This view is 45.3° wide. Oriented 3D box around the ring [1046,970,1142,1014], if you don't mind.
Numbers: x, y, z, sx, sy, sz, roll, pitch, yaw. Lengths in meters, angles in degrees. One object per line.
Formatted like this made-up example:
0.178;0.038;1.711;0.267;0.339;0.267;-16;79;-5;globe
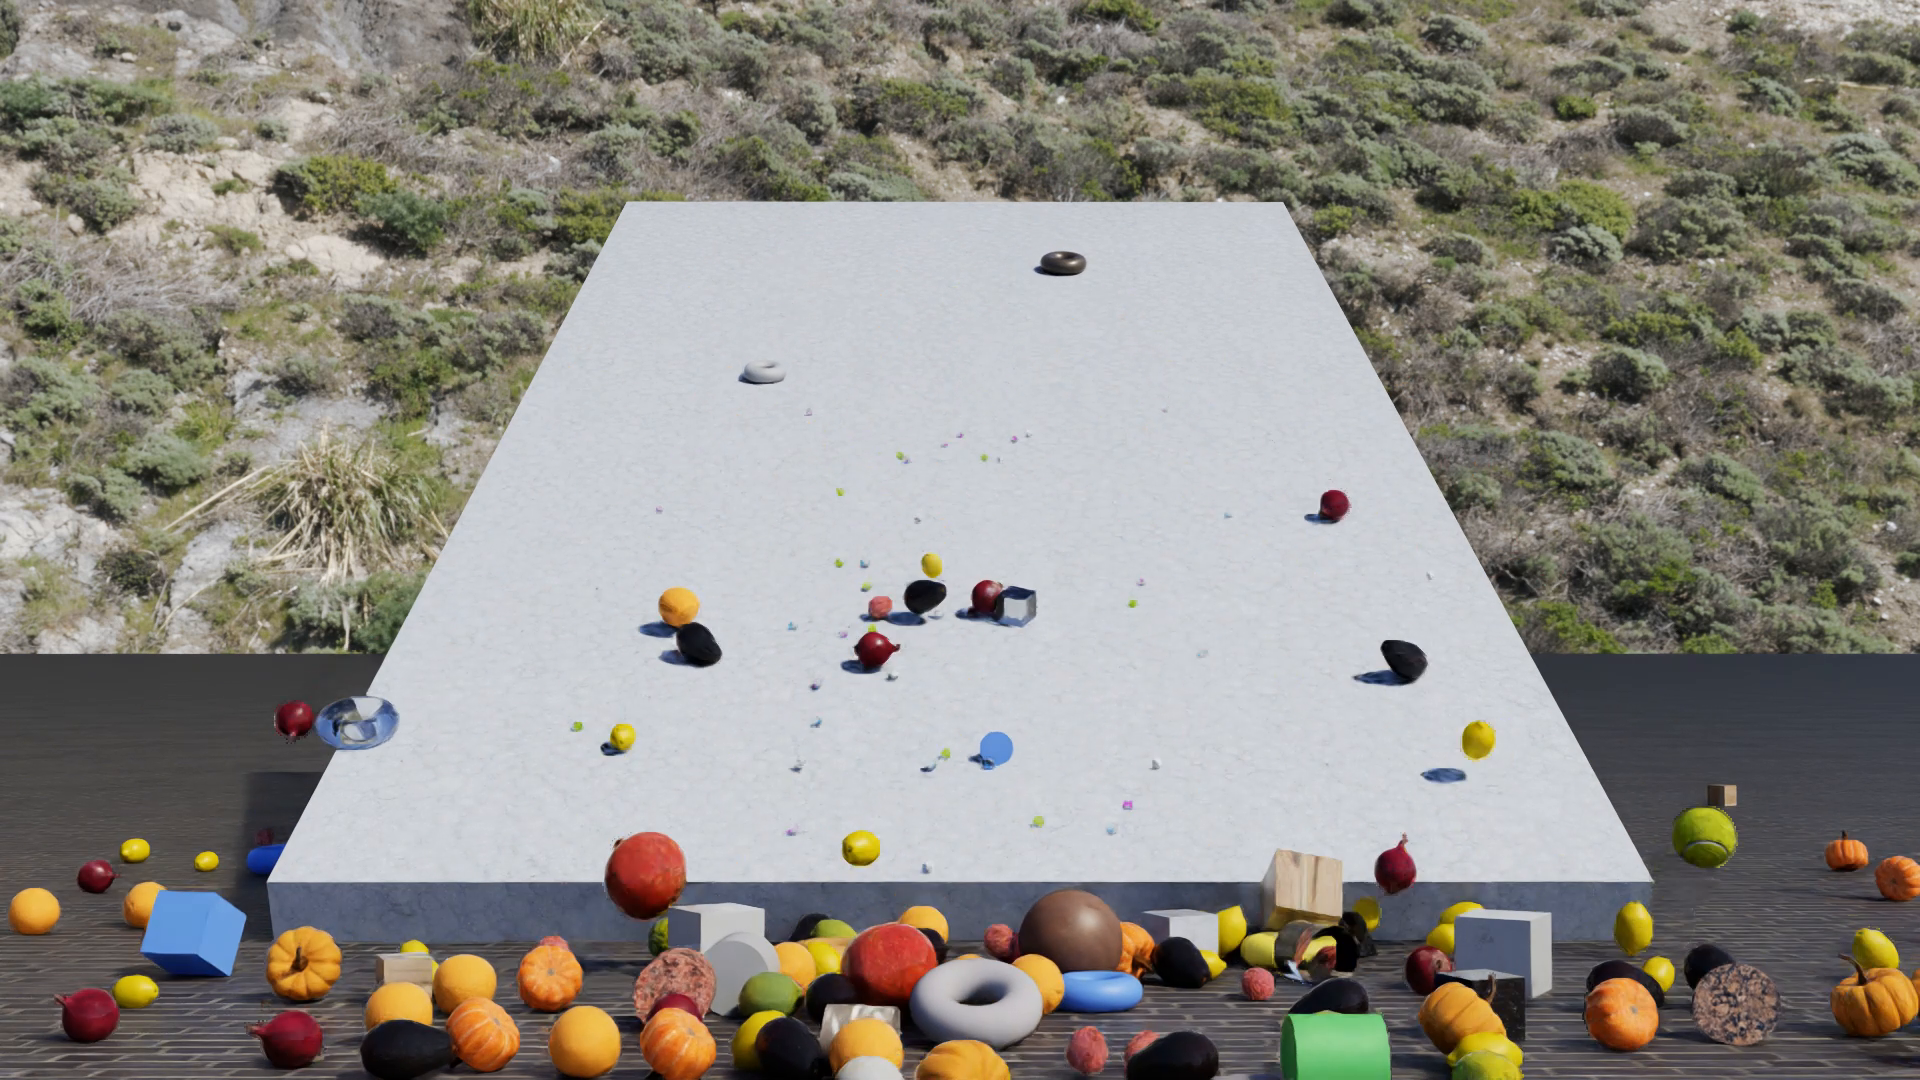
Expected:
0.159;0.537;2.736;0.116;0.039;0.116;-1;-3;0;ring

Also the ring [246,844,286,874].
-1.286;0.610;4.394;0.145;0.048;0.145;0;-2;0;ring

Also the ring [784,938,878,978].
-0.170;0.549;3.025;0.125;0.042;0.125;-1;-2;0;ring

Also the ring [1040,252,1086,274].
0.284;-0.758;6.303;0.129;0.043;0.129;1;21;0;ring

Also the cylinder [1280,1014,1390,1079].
0.350;0.486;2.149;0.086;0.086;0.086;0;-3;-2;cylinder

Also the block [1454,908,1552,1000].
0.678;0.515;2.871;0.095;0.095;0.095;-1;-3;29;block

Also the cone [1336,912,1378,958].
0.557;0.561;3.188;0.071;0.071;0.071;33;-21;-30;cone

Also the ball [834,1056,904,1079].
-0.081;0.490;2.035;0.067;0.067;0.067;0;-3;0;ball

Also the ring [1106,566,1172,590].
0.335;0.072;4.304;0.127;0.042;0.127;-4;-1;0;ring

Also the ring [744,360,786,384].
-0.460;-0.398;5.434;0.103;0.034;0.103;1;22;0;ring

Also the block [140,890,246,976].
-0.996;0.512;2.993;0.084;0.084;0.084;-1;-30;15;block

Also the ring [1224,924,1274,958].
0.424;0.560;3.215;0.111;0.037;0.111;1;-3;0;ring

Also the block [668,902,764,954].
-0.315;0.521;2.972;0.092;0.092;0.092;2;-3;-34;block

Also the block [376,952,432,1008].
-0.668;0.529;2.767;0.057;0.057;0.057;1;-3;-23;block

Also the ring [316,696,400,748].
-0.977;0.295;3.735;0.134;0.045;0.134;1;23;-1;ring

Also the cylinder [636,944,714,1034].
-0.320;0.507;2.590;0.085;0.085;0.085;0;4;-4;cylinder

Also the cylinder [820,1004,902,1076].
-0.099;0.501;2.305;0.070;0.070;0.070;0;-3;7;cylinder

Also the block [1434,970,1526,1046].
0.570;0.512;2.525;0.069;0.069;0.069;1;-3;-24;block

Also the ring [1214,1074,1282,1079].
0.263;0.513;2.126;0.086;0.029;0.086;-4;-2;0;ring

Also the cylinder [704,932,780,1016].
-0.261;0.512;2.716;0.087;0.087;0.087;0;-3;4;cylinder

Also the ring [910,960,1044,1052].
0.018;0.504;2.495;0.146;0.049;0.146;1;20;0;ring

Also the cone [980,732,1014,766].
0.059;0.332;3.677;0.054;0.054;0.054;0;-4;2;cone

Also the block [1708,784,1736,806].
2.069;0.693;6.252;0.054;0.054;0.054;2;-3;-38;block

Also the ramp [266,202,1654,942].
-0.007;-0.223;5.187;2.000;0.100;4.000;0;22;0;ramp

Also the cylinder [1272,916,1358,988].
0.453;0.527;2.933;0.077;0.077;0.077;1;6;-29;cylinder

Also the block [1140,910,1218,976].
0.291;0.533;3.057;0.075;0.075;0.075;1;-3;-26;block

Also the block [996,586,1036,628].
0.102;0.120;4.155;0.052;0.052;0.052;12;25;27;block

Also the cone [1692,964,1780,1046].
0.859;0.526;2.533;0.092;0.092;0.092;-1;-30;25;cone

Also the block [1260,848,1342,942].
0.467;0.493;3.156;0.091;0.091;0.091;10;-40;-2;block
